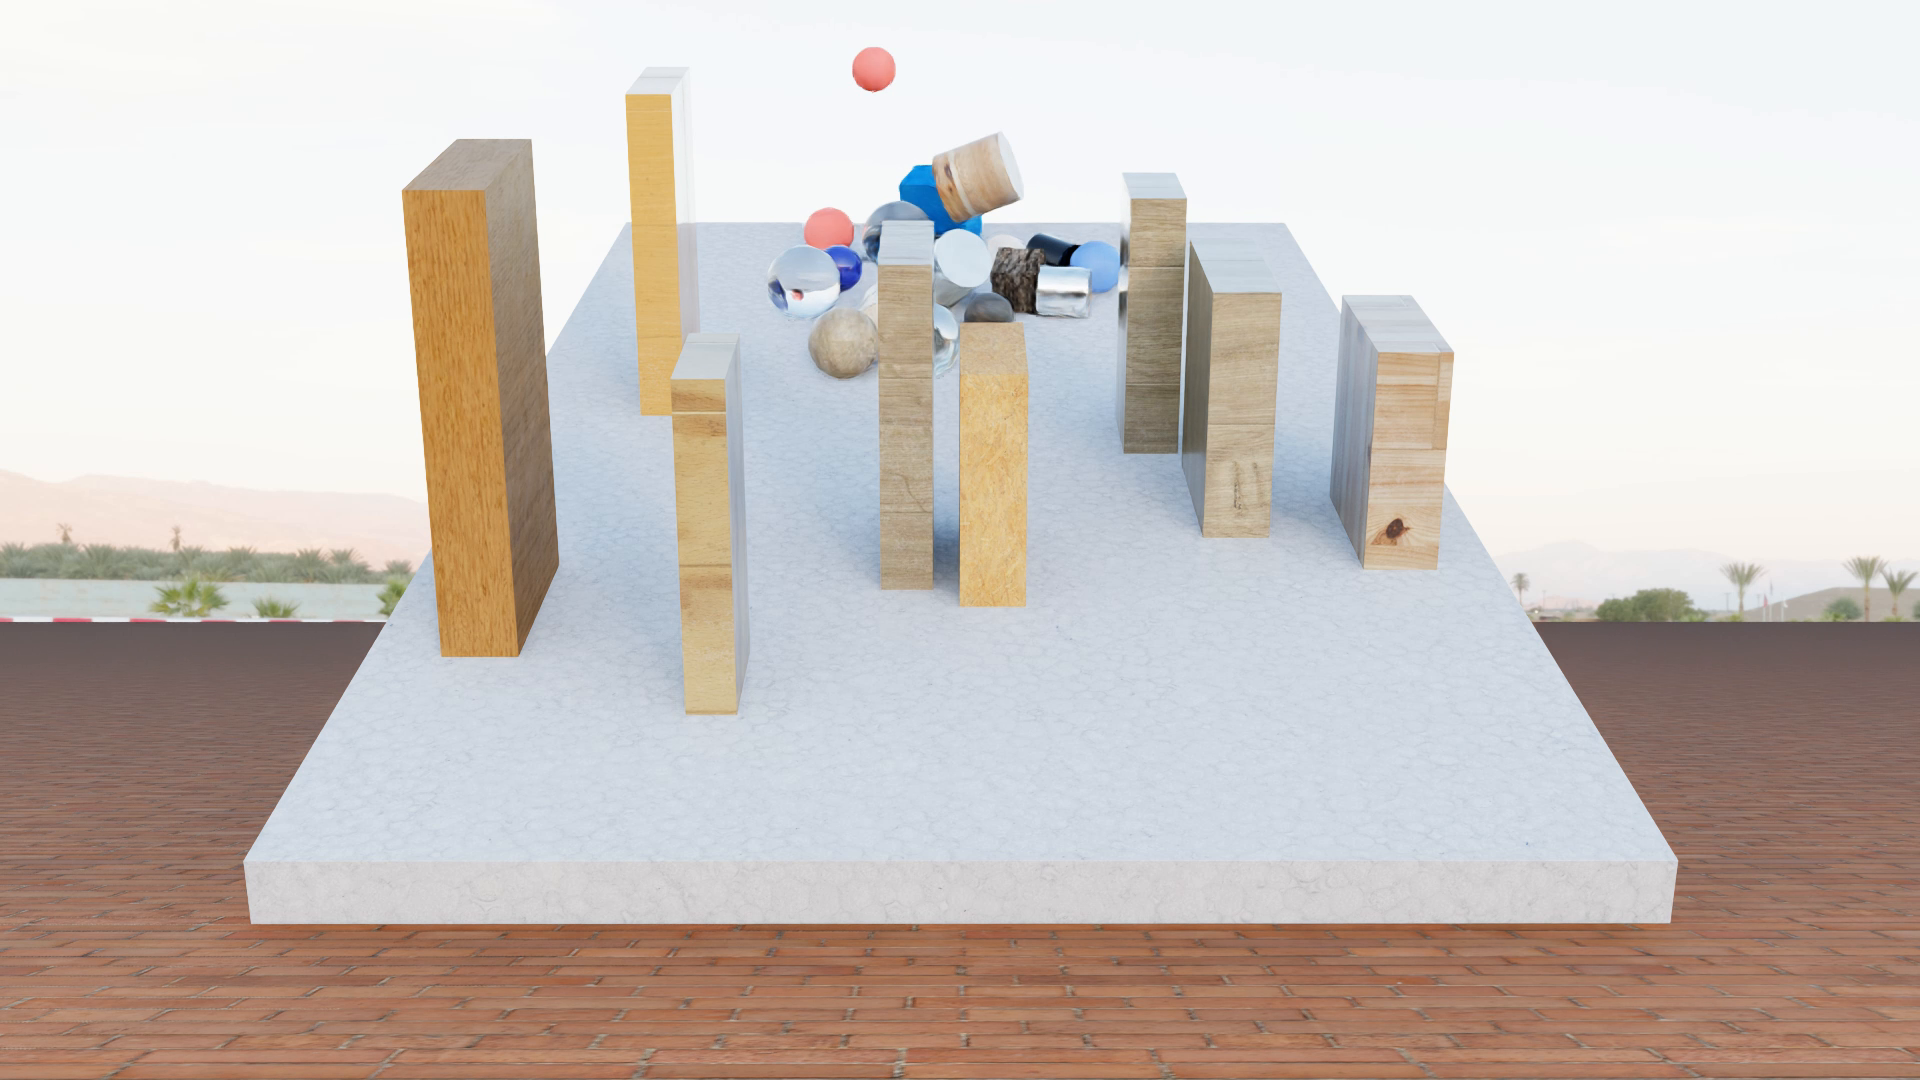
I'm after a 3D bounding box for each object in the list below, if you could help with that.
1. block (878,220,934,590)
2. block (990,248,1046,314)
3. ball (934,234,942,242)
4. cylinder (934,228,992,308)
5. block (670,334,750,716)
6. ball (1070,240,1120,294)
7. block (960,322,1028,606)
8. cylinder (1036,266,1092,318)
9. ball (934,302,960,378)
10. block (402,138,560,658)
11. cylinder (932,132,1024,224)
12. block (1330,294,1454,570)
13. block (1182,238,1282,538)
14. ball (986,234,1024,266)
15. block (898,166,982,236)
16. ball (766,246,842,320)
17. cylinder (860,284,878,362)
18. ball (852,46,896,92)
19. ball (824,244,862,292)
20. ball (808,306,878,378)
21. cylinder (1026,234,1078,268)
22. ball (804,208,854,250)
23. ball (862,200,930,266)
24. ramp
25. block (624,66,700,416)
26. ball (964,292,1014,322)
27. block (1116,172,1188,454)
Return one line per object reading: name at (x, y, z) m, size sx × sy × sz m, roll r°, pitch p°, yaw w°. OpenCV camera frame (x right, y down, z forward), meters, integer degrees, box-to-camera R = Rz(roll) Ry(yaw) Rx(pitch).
block at (-0.096, -0.252, 4.175) m, size 0.094 × 0.601 × 0.346 m, roll 0°, pitch 21°, yaw 0°
block at (0.154, -0.675, 5.925) m, size 0.121 × 0.121 × 0.121 m, roll 4°, pitch 41°, yaw 12°
ball at (-0.082, -0.735, 6.067) m, size 0.168 × 0.168 × 0.168 m, roll 0°, pitch -2°, yaw 0°
cylinder at (-0.026, -0.700, 5.893) m, size 0.160 × 0.160 × 0.160 m, roll 1°, pitch -16°, yaw -28°
block at (-0.396, -0.027, 3.642) m, size 0.082 × 0.556 × 0.258 m, roll 0°, pitch 21°, yaw 0°
ball at (0.363, -0.730, 6.093) m, size 0.141 × 0.141 × 0.141 m, roll 0°, pitch -2°, yaw 0°
block at (0.058, -0.142, 4.127) m, size 0.117 × 0.429 × 0.340 m, roll 0°, pitch 21°, yaw 0°
cylinder at (0.270, -0.639, 5.866) m, size 0.129 × 0.129 × 0.129 m, roll 5°, pitch -1°, yaw 9°
ball at (-0.089, -0.470, 5.340) m, size 0.185 × 0.185 × 0.185 m, roll 0°, pitch -2°, yaw 0°
block at (-0.808, -0.250, 3.893) m, size 0.130 × 0.794 × 0.429 m, roll 0°, pitch 21°, yaw 0°
cylinder at (0.051, -1.003, 6.298) m, size 0.197 × 0.197 × 0.197 m, roll -18°, pitch -7°, yaw 15°
block at (0.815, -0.212, 4.332) m, size 0.136 × 0.418 × 0.407 m, roll 0°, pitch 21°, yaw 0°
block at (0.529, -0.308, 4.490) m, size 0.127 × 0.484 × 0.439 m, roll 0°, pitch 21°, yaw 0°
ball at (0.123, -0.784, 6.269) m, size 0.117 × 0.117 × 0.117 m, roll 0°, pitch -2°, yaw 0°
block at (-0.056, -0.960, 6.601) m, size 0.195 × 0.195 × 0.195 m, roll 5°, pitch 26°, yaw 12°
ball at (-0.400, -0.659, 5.829) m, size 0.191 × 0.191 × 0.191 m, roll 0°, pitch -2°, yaw 0°
cylinder at (-0.171, -0.530, 5.522) m, size 0.156 × 0.156 × 0.156 m, roll 0°, pitch 26°, yaw 2°
ball at (-0.239, -1.308, 6.325) m, size 0.124 × 0.124 × 0.124 m, roll 0°, pitch -2°, yaw 0°
ball at (-0.320, -0.716, 6.006) m, size 0.125 × 0.125 × 0.125 m, roll 0°, pitch -2°, yaw 0°
ball at (-0.272, -0.463, 5.345) m, size 0.168 × 0.168 × 0.168 m, roll 0°, pitch -2°, yaw 0°
cylinder at (0.256, -0.755, 6.169) m, size 0.125 × 0.125 × 0.125 m, roll 25°, pitch 14°, yaw 38°
ball at (-0.372, -0.872, 6.462) m, size 0.144 × 0.144 × 0.144 m, roll 0°, pitch -2°, yaw 0°
ball at (-0.171, -0.837, 6.292) m, size 0.200 × 0.200 × 0.200 m, roll 0°, pitch -2°, yaw 0°
ramp at (-0.005, -0.212, 5.062) m, size 2.000 × 0.100 × 4.000 m, roll 0°, pitch 21°, yaw 0°
block at (-0.665, -0.678, 5.139) m, size 0.098 × 0.715 × 0.371 m, roll 0°, pitch 21°, yaw 0°
ball at (0.072, -0.553, 5.649) m, size 0.123 × 0.123 × 0.123 m, roll 0°, pitch -2°, yaw 0°
block at (0.406, -0.488, 4.874) m, size 0.116 × 0.550 × 0.265 m, roll 0°, pitch 21°, yaw 0°
